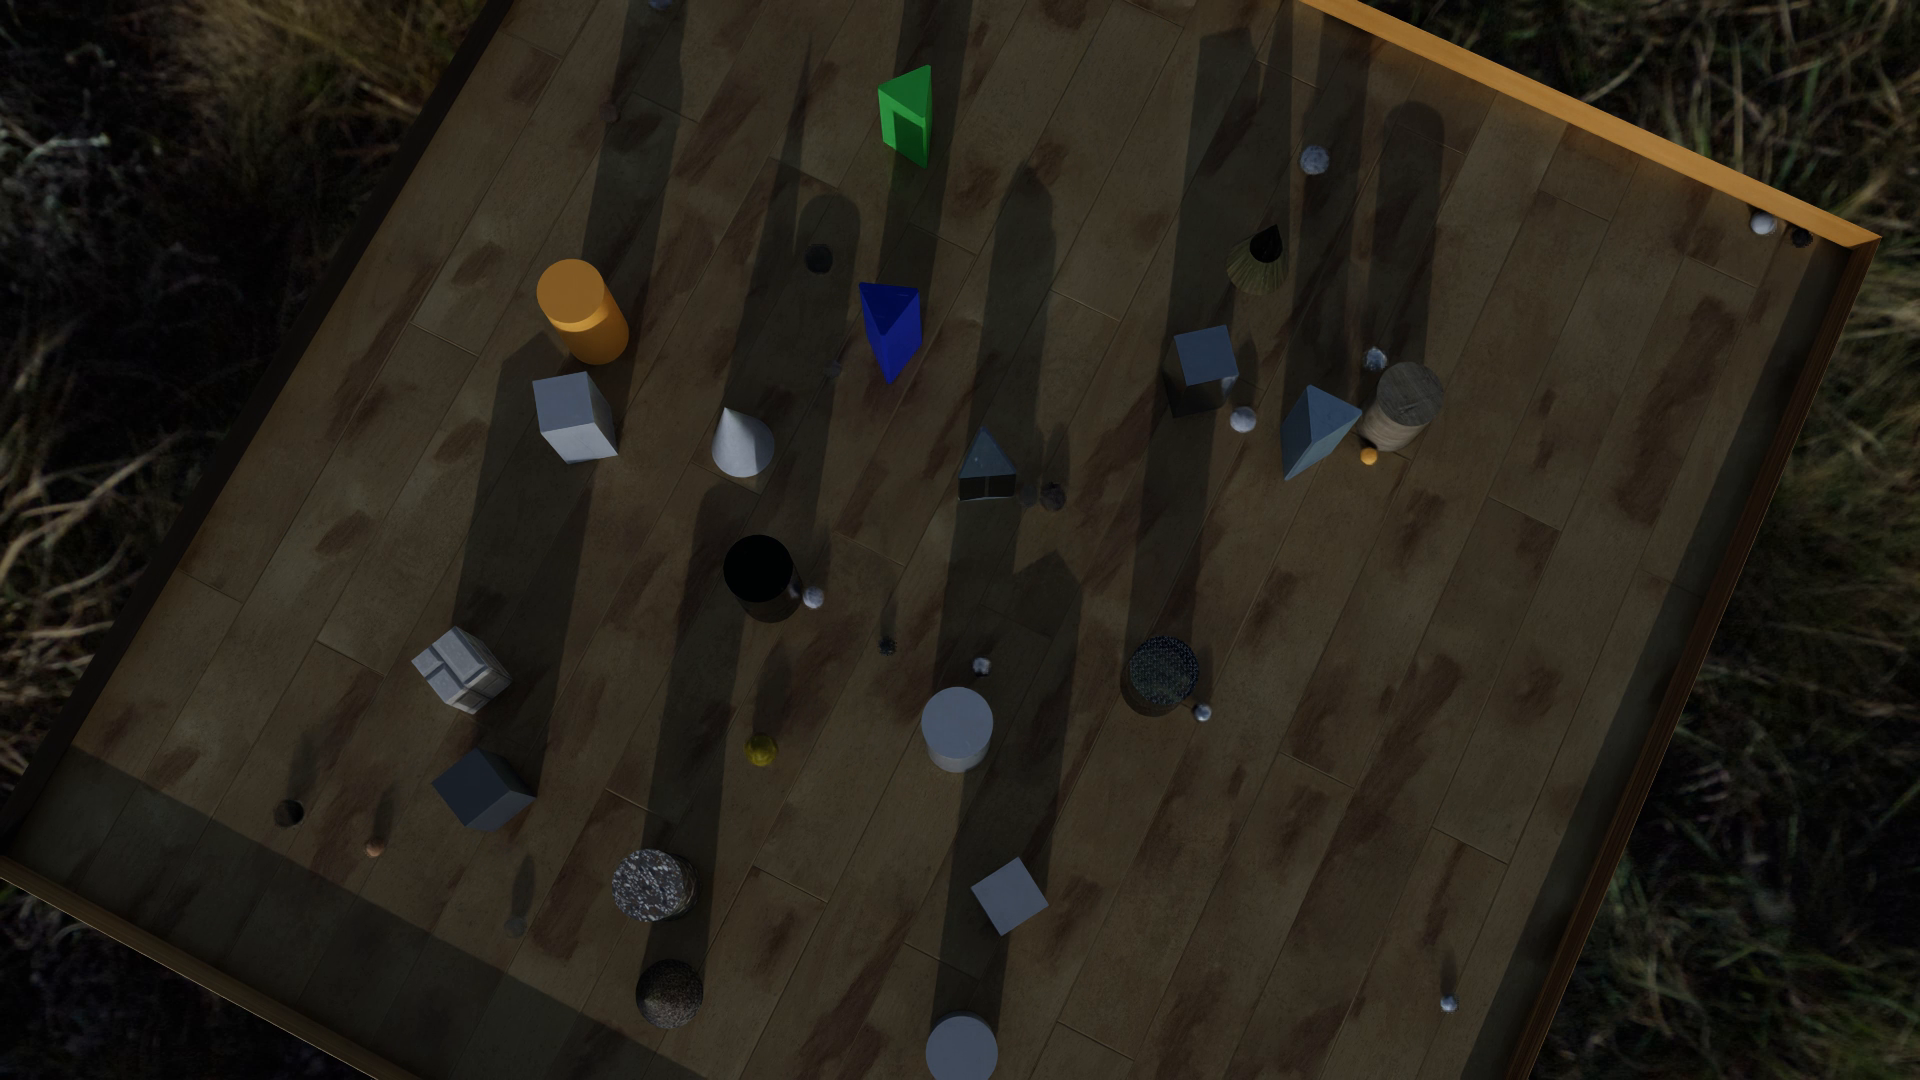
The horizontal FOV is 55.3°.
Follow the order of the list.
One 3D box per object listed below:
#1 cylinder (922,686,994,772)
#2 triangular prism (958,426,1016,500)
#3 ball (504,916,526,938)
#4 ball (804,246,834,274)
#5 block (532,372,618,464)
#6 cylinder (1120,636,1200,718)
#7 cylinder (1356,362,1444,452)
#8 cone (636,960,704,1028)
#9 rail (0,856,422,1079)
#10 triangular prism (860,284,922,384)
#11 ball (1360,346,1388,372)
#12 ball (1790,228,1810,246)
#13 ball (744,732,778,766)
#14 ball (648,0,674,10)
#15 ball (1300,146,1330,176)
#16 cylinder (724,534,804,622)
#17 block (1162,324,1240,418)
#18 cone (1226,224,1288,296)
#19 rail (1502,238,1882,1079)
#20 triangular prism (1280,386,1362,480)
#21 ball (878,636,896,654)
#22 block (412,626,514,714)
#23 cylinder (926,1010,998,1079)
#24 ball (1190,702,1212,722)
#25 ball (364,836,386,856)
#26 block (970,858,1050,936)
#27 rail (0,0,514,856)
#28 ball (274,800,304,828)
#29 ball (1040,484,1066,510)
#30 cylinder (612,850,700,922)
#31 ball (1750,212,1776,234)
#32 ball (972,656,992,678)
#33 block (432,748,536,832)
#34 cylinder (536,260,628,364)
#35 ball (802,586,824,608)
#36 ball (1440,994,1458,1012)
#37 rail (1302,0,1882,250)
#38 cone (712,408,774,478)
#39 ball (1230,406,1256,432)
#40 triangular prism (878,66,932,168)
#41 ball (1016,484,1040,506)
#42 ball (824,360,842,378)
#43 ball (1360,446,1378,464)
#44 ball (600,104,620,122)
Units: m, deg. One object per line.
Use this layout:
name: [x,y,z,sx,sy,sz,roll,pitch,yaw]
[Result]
cylinder: [-0.007,0.549,5.255,0.198,0.486,0.198,0,78,0]
triangular prism: [0.075,-0.232,5.512,0.171,0.299,0.148,-5,78,-1]
ball: [-1.300,1.132,5.350,0.064,0.064,0.064,0,78,0]
ball: [-0.442,-0.879,5.753,0.090,0.090,0.090,0,78,0]
block: [-1.150,-0.363,5.499,0.158,0.377,0.158,-11,79,-2]
cylinder: [0.581,0.403,5.367,0.198,0.325,0.198,0,78,0]
cylinder: [1.327,-0.400,5.546,0.198,0.301,0.198,0,78,0]
cone: [-0.847,1.279,5.130,0.198,0.434,0.198,0,78,0]
rail: [-0.943,1.854,5.166,4.261,0.128,0.045,26,80,5]
triangular prism: [-0.230,-0.646,5.502,0.148,0.486,0.171,36,81,7]
ball: [1.286,-0.561,5.691,0.081,0.081,0.081,0,78,0]
ball: [2.654,-0.958,5.786,0.057,0.057,0.057,0,78,0]
ball: [-0.589,0.621,5.438,0.099,0.099,0.099,0,78,0]
ball: [-0.970,-1.759,5.939,0.082,0.082,0.082,0,78,0]
ball: [1.125,-1.205,5.819,0.093,0.093,0.093,0,78,0]
cylinder: [-0.576,0.118,5.404,0.198,0.369,0.198,0,78,0]
block: [0.722,-0.506,5.542,0.158,0.351,0.158,-12,79,-3]
cone: [0.941,-0.904,5.620,0.198,0.359,0.198,0,78,0]
rail: [1.884,0.929,5.358,0.045,0.128,4.265,26,80,5]
triangular prism: [1.036,-0.336,5.453,0.171,0.456,0.148,-32,80,-6]
ball: [-0.222,0.318,5.524,0.053,0.053,0.053,0,78,0]
block: [-1.456,0.385,5.381,0.158,0.306,0.158,-40,81,-8]
cylinder: [0.005,1.434,5.159,0.198,0.316,0.198,0,78,0]
ball: [0.722,0.514,5.478,0.064,0.064,0.064,0,78,0]
ball: [-1.724,0.903,5.401,0.057,0.057,0.057,0,78,0]
block: [0.139,1.023,5.256,0.158,0.292,0.158,-32,80,-6]
rail: [-1.884,-0.916,5.740,0.045,0.128,4.265,26,80,5]
ball: [-1.979,0.808,5.407,0.084,0.084,0.084,0,78,0]
ball: [0.284,-0.129,5.603,0.079,0.079,0.079,0,78,0]
cylinder: [-0.863,0.988,5.232,0.198,0.352,0.198,0,78,0]
ball: [2.535,-1.002,5.787,0.073,0.073,0.073,0,78,0]
ball: [0.064,0.382,5.506,0.062,0.062,0.062,0,78,0]
block: [-1.372,0.725,5.297,0.158,0.331,0.158,-39,81,-7]
cylinder: [-1.137,-0.685,5.549,0.198,0.410,0.198,0,78,0]
ball: [-0.443,0.173,5.548,0.064,0.064,0.064,0,78,0]
ball: [1.417,1.342,5.314,0.048,0.048,0.048,0,78,0]
rail: [0.943,-1.840,5.931,4.261,0.128,0.045,26,80,5]
cone: [-0.673,-0.335,5.459,0.198,0.444,0.198,0,78,0]
ball: [0.873,-0.374,5.652,0.082,0.082,0.082,0,78,0]
triangular prism: [-0.135,-1.334,5.698,0.171,0.381,0.148,35,80,7]
ball: [0.209,-0.136,5.609,0.069,0.069,0.069,0,78,0]
ball: [-0.395,-0.531,5.698,0.055,0.055,0.055,0,78,0]
ball: [1.259,-0.261,5.644,0.053,0.053,0.053,0,78,0]
ball: [-1.120,-1.369,5.870,0.059,0.059,0.059,0,78,0]
